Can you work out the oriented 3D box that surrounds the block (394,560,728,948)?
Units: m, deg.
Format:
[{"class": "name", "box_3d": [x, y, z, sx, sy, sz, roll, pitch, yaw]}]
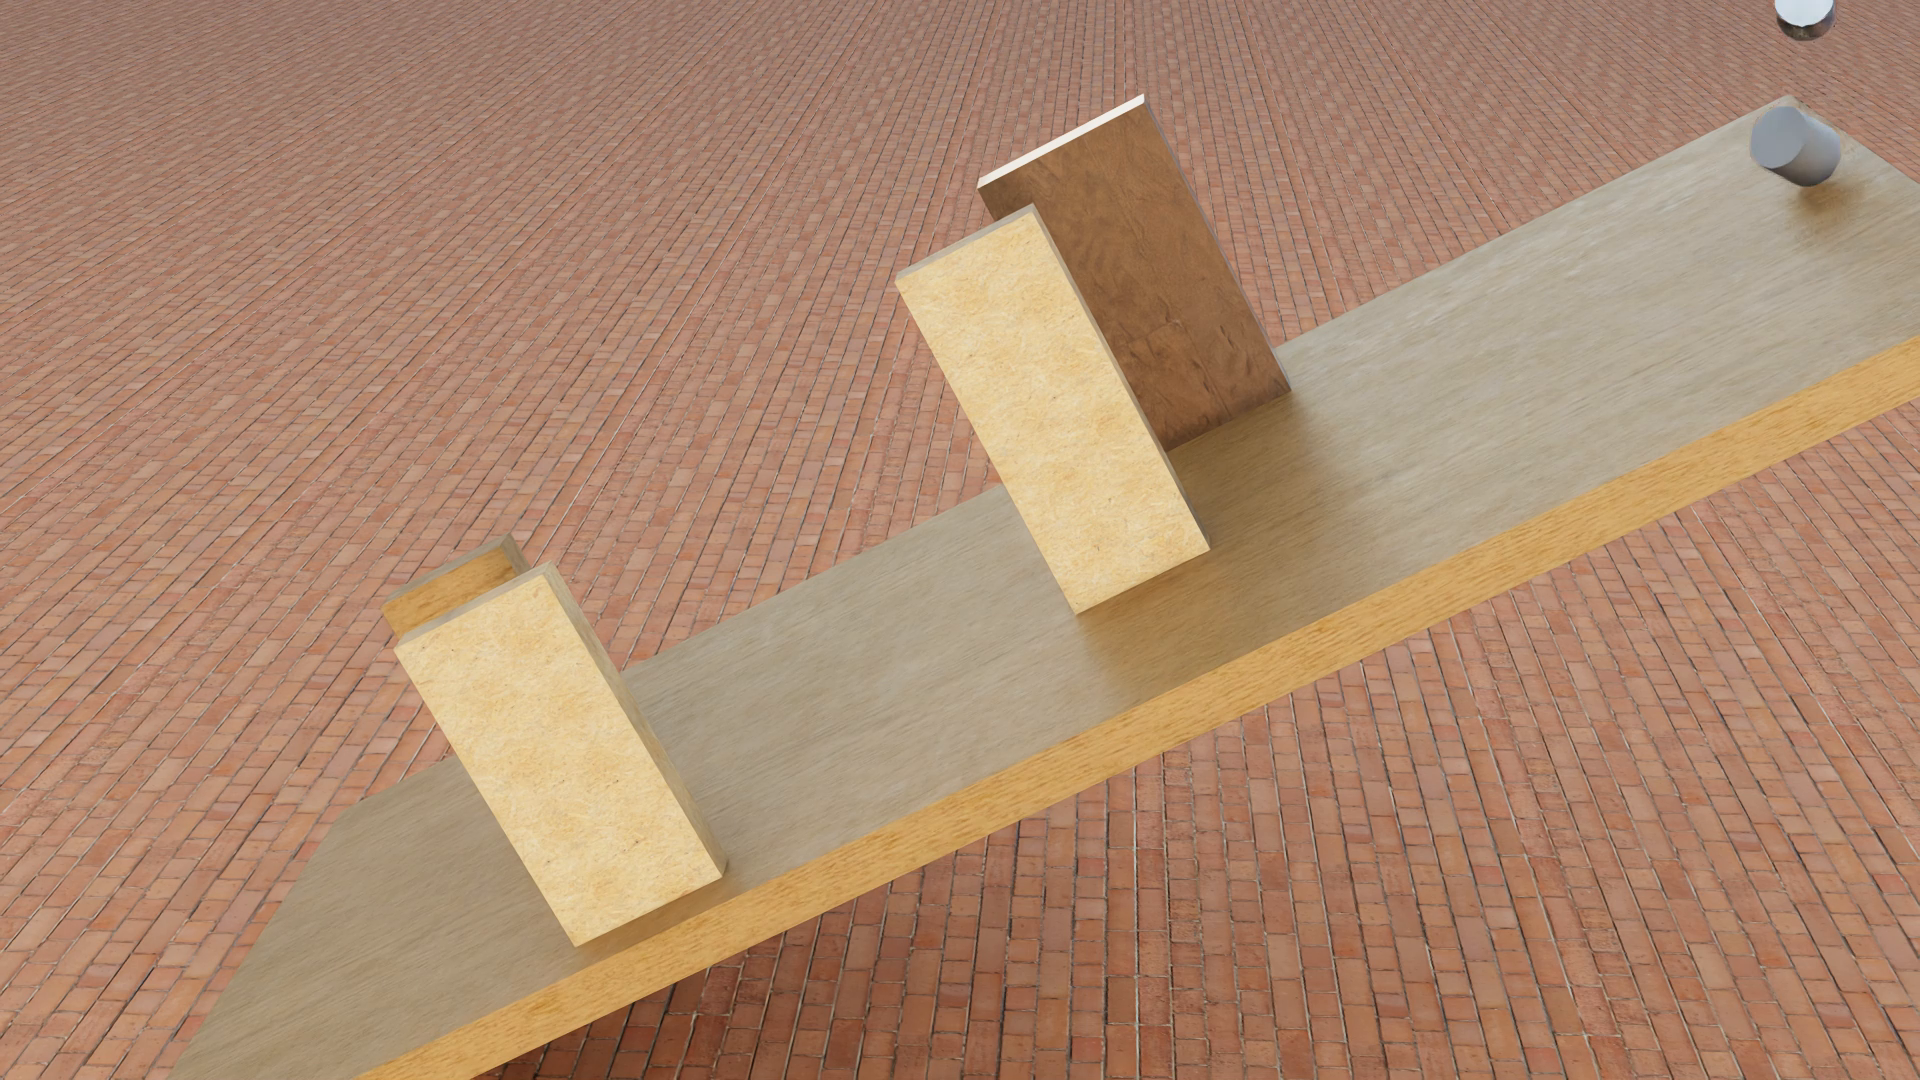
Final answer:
[{"class": "block", "box_3d": [-0.748, 0.407, 5.549, 0.324, 0.676, 0.090, -26, 14, 11]}]

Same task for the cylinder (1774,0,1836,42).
[{"class": "cylinder", "box_3d": [1.677, -1.060, 5.835, 0.113, 0.113, 0.113, 6, -4, 19]}]

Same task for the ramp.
[{"class": "ramp", "box_3d": [0.141, 0.167, 6.281, 4.000, 0.100, 2.000, -26, 14, 11]}]

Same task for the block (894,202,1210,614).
[{"class": "block", "box_3d": [0.189, -0.257, 5.872, 0.304, 0.772, 0.094, -26, 14, 11]}]

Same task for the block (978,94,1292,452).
[{"class": "block", "box_3d": [0.399, -0.581, 6.683, 0.418, 0.738, 0.127, -26, 14, 11]}]

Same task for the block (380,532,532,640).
[{"class": "block", "box_3d": [-1.002, 0.313, 6.575, 0.310, 0.584, 0.112, -26, 14, 11]}]
